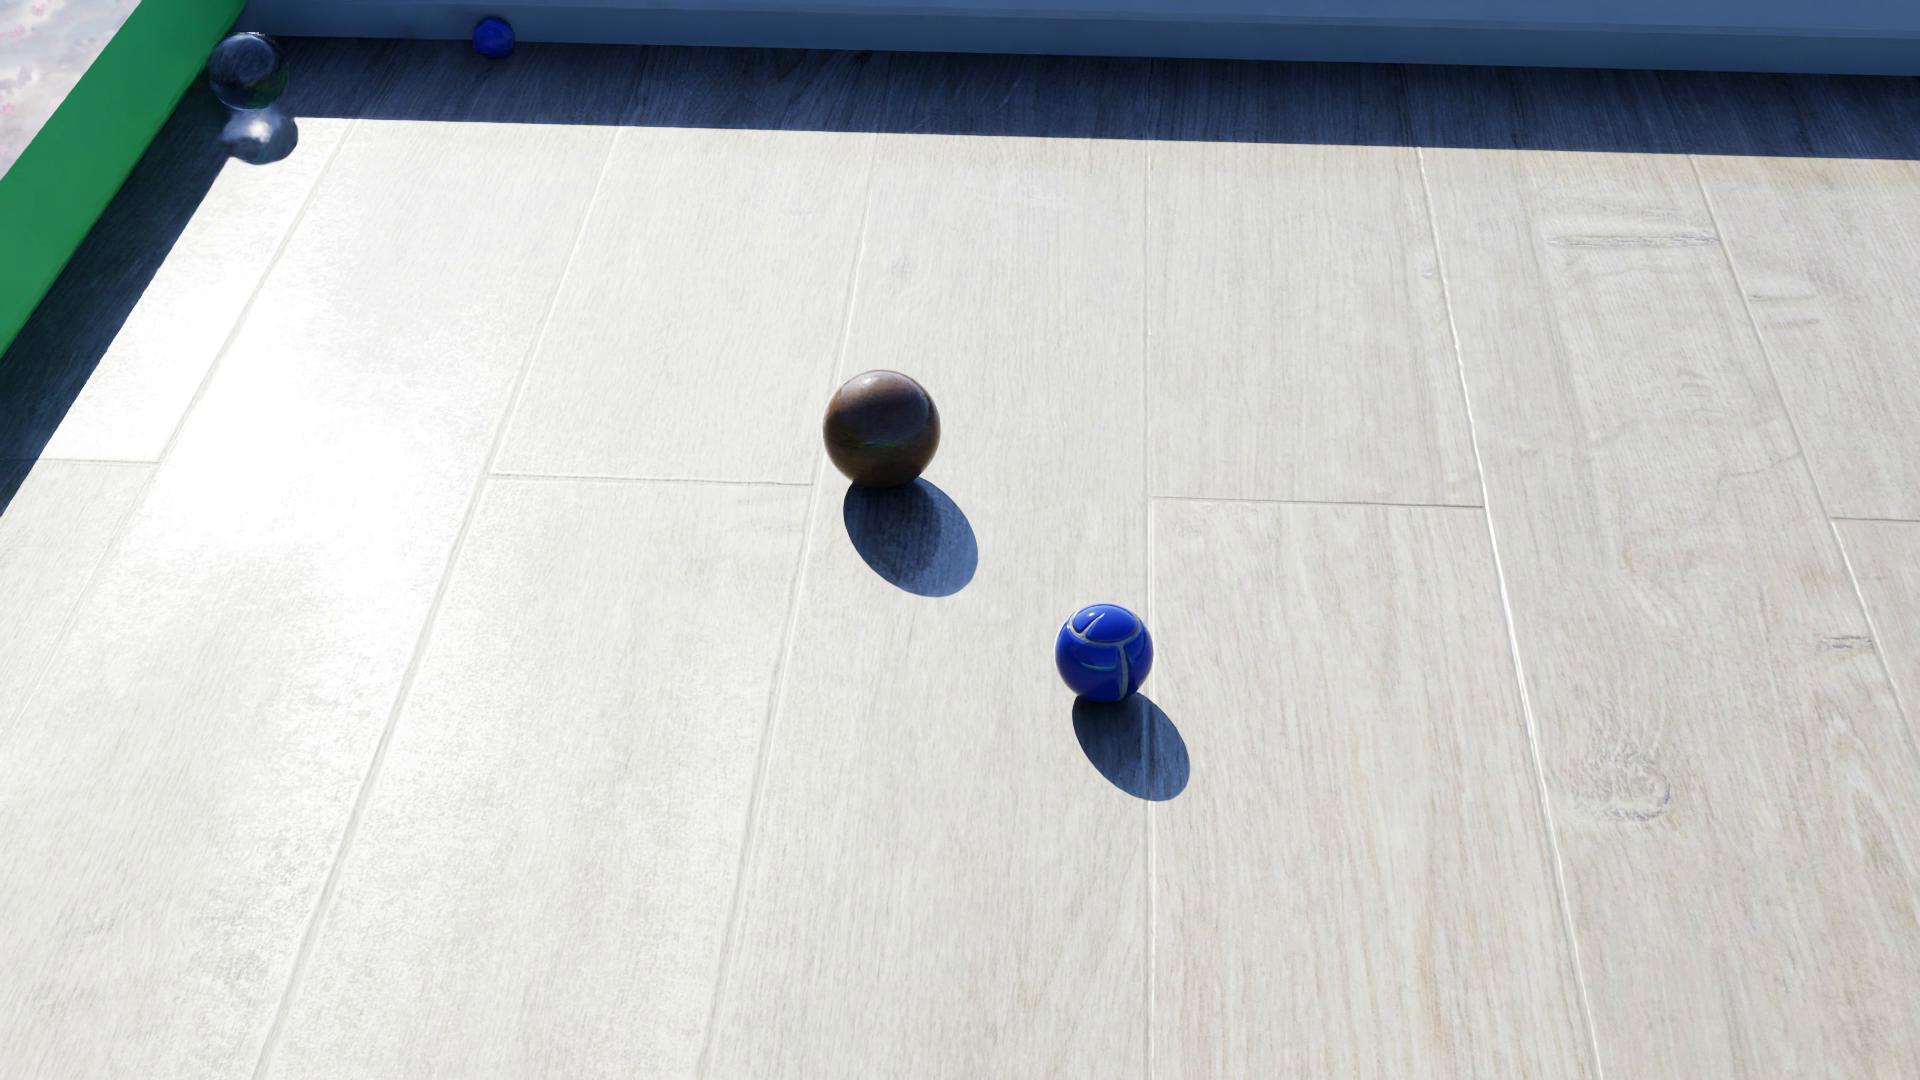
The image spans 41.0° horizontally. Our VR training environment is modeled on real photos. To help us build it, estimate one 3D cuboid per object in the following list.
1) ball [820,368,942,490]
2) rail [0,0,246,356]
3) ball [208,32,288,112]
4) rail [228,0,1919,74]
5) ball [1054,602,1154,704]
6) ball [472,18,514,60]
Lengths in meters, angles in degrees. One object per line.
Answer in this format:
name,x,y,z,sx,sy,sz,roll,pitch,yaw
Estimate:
ball,-0.059,-0.082,1.907,0.090,0.090,0.090,0,35,0
rail,-0.770,-0.049,1.830,0.045,0.122,1.779,2,35,3
ball,-0.675,-0.443,2.431,0.073,0.073,0.073,0,35,0
rail,0.844,-0.495,2.461,3.178,0.122,0.045,2,35,3
ball,0.095,0.075,1.704,0.067,0.067,0.067,0,35,0
ball,-0.461,-0.494,2.532,0.040,0.040,0.040,0,35,0
